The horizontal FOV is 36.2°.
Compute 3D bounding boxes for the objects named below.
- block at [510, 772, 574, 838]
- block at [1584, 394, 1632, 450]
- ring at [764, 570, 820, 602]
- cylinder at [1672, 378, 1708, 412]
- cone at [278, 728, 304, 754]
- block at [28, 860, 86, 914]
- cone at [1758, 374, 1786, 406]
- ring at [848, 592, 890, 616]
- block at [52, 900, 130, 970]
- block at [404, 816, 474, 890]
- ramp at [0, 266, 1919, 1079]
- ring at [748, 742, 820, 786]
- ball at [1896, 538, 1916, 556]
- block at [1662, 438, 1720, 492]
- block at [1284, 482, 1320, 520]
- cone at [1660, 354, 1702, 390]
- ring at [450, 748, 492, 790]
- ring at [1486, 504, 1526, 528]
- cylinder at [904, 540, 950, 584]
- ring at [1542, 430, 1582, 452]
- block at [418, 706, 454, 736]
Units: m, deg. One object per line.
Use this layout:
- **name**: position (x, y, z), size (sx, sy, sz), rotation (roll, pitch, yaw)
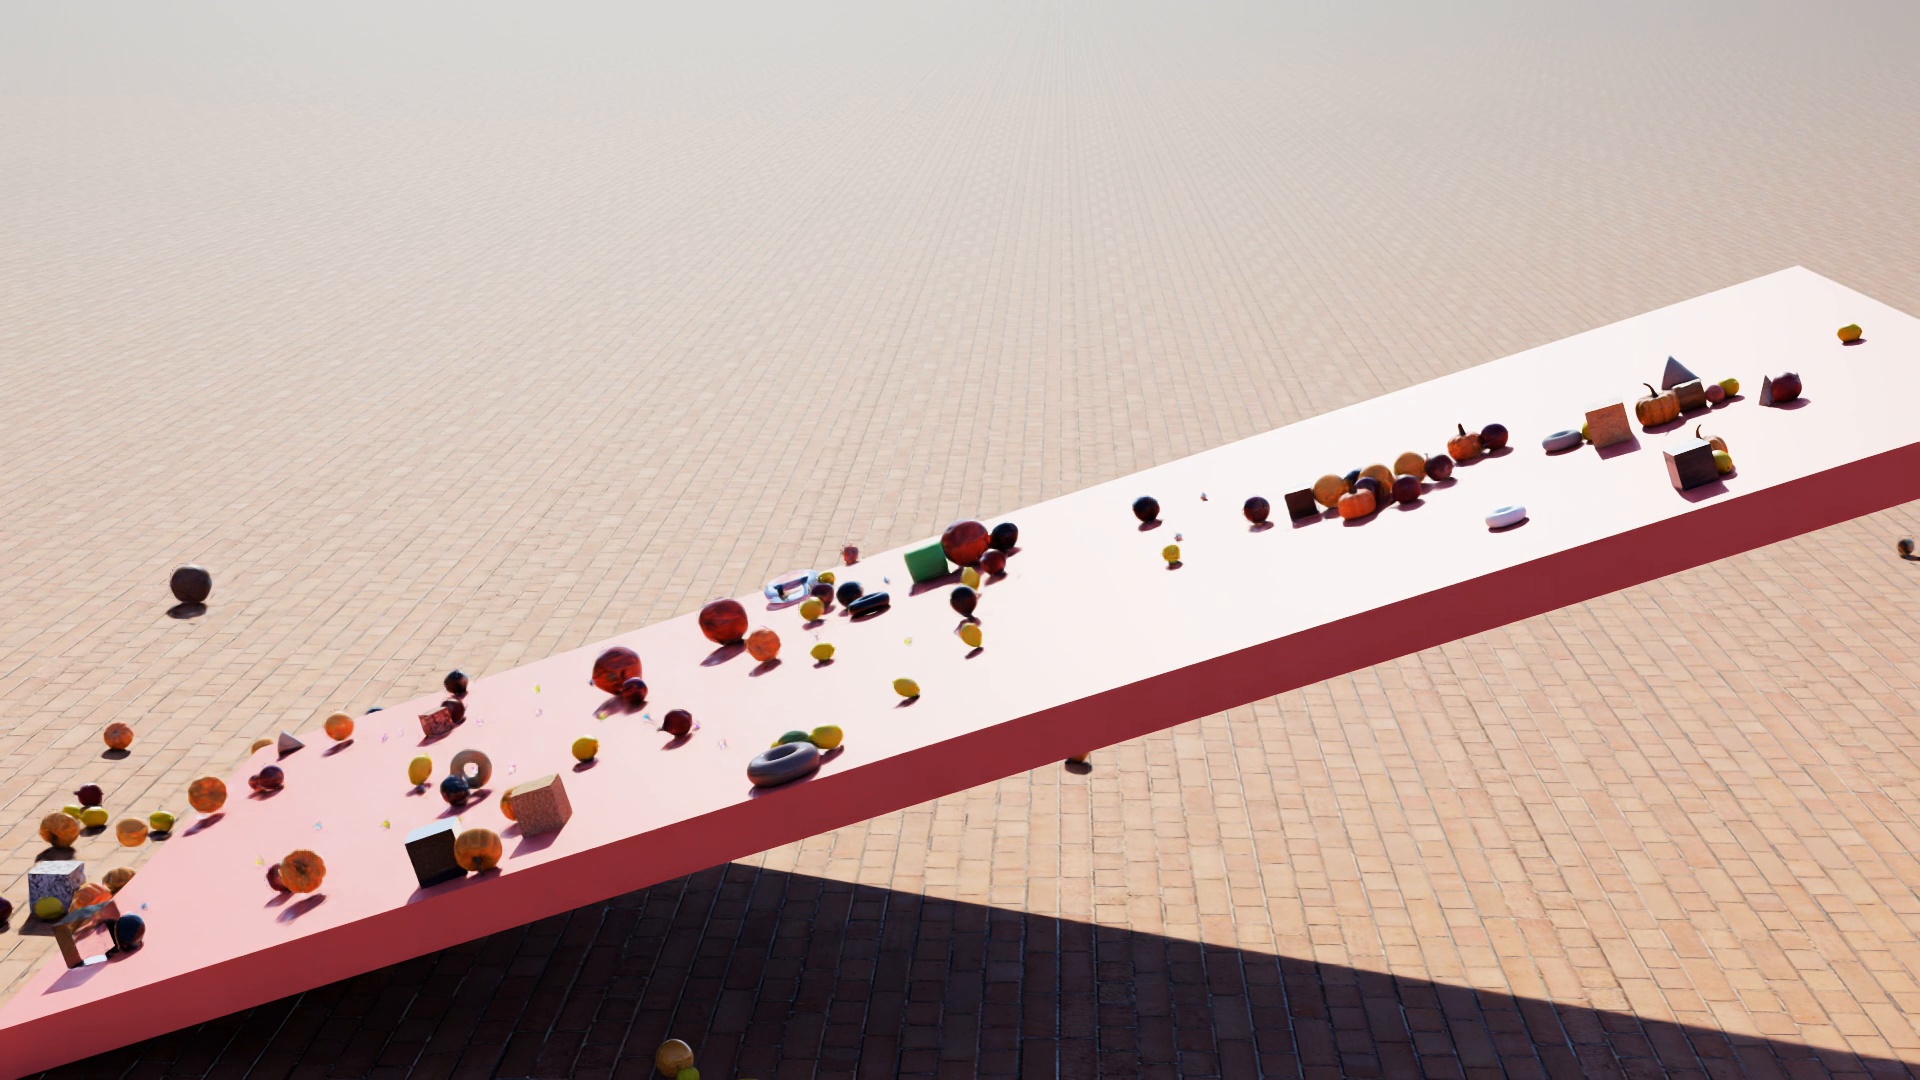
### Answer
- **block**: position (-0.807, 0.511, 5.666), size (0.085, 0.085, 0.085), rotation (-17, 11, 7)
- **block**: position (1.305, -0.238, 5.922), size (0.078, 0.078, 0.078), rotation (-16, 11, 14)
- **ring**: position (-0.407, 0.112, 7.136), size (0.144, 0.048, 0.144), rotation (-17, 12, 4)
- **cylinder**: position (1.480, -0.293, 5.968), size (0.055, 0.055, 0.055), rotation (-17, 10, 7)
- **cone**: position (-1.651, 0.506, 7.290), size (0.064, 0.064, 0.064), rotation (12, 13, 3)
- **block**: position (-2.005, 0.771, 6.534), size (0.093, 0.093, 0.093), rotation (1, 12, 5)
- **cone**: position (1.596, -0.301, 5.805), size (0.057, 0.057, 0.057), rotation (-18, 10, 3)
- **ring**: position (-0.205, 0.145, 6.659), size (0.101, 0.034, 0.101), rotation (-20, 7, 2)
- **block**: position (-1.719, 0.780, 5.819), size (0.092, 0.092, 0.092), rotation (-15, 11, 18)
- **block**: position (-0.982, 0.588, 5.543), size (0.093, 0.093, 0.093), rotation (-19, 10, -1)
- **ramp**: position (0.102, 0.182, 6.309), size (4.000, 0.100, 2.000), rotation (-17, 11, 5)
- **ring**: position (-0.327, 0.415, 5.444), size (0.141, 0.047, 0.141), rotation (-17, 11, 3)
- **ball**: position (3.295, 0.021, 10.247), size (0.063, 0.063, 0.063), rotation (0, 12, 0)
- **block**: position (1.336, -0.138, 5.375), size (0.070, 0.070, 0.070), rotation (-18, 10, 0)
- **block**: position (0.718, -0.082, 6.177), size (0.059, 0.059, 0.059), rotation (-16, 11, 14)
- **cone**: position (1.528, -0.346, 6.210), size (0.079, 0.079, 0.079), rotation (13, 15, 15)
- **ring**: position (-1.025, 0.480, 6.164), size (0.090, 0.090, 0.030), rotation (0, 11, 0)
- **ring**: position (1.029, -0.045, 5.544), size (0.081, 0.027, 0.081), rotation (-18, 9, 3)
- **cylinder**: position (-0.078, 0.050, 6.793), size (0.082, 0.082, 0.082), rotation (-20, 15, -9)
- **ring**: position (1.230, -0.203, 6.011), size (0.083, 0.028, 0.083), rotation (-17, 9, 3)
- **block**: position (-1.230, 0.426, 6.908), size (0.054, 0.054, 0.054), rotation (-26, 13, -34)
